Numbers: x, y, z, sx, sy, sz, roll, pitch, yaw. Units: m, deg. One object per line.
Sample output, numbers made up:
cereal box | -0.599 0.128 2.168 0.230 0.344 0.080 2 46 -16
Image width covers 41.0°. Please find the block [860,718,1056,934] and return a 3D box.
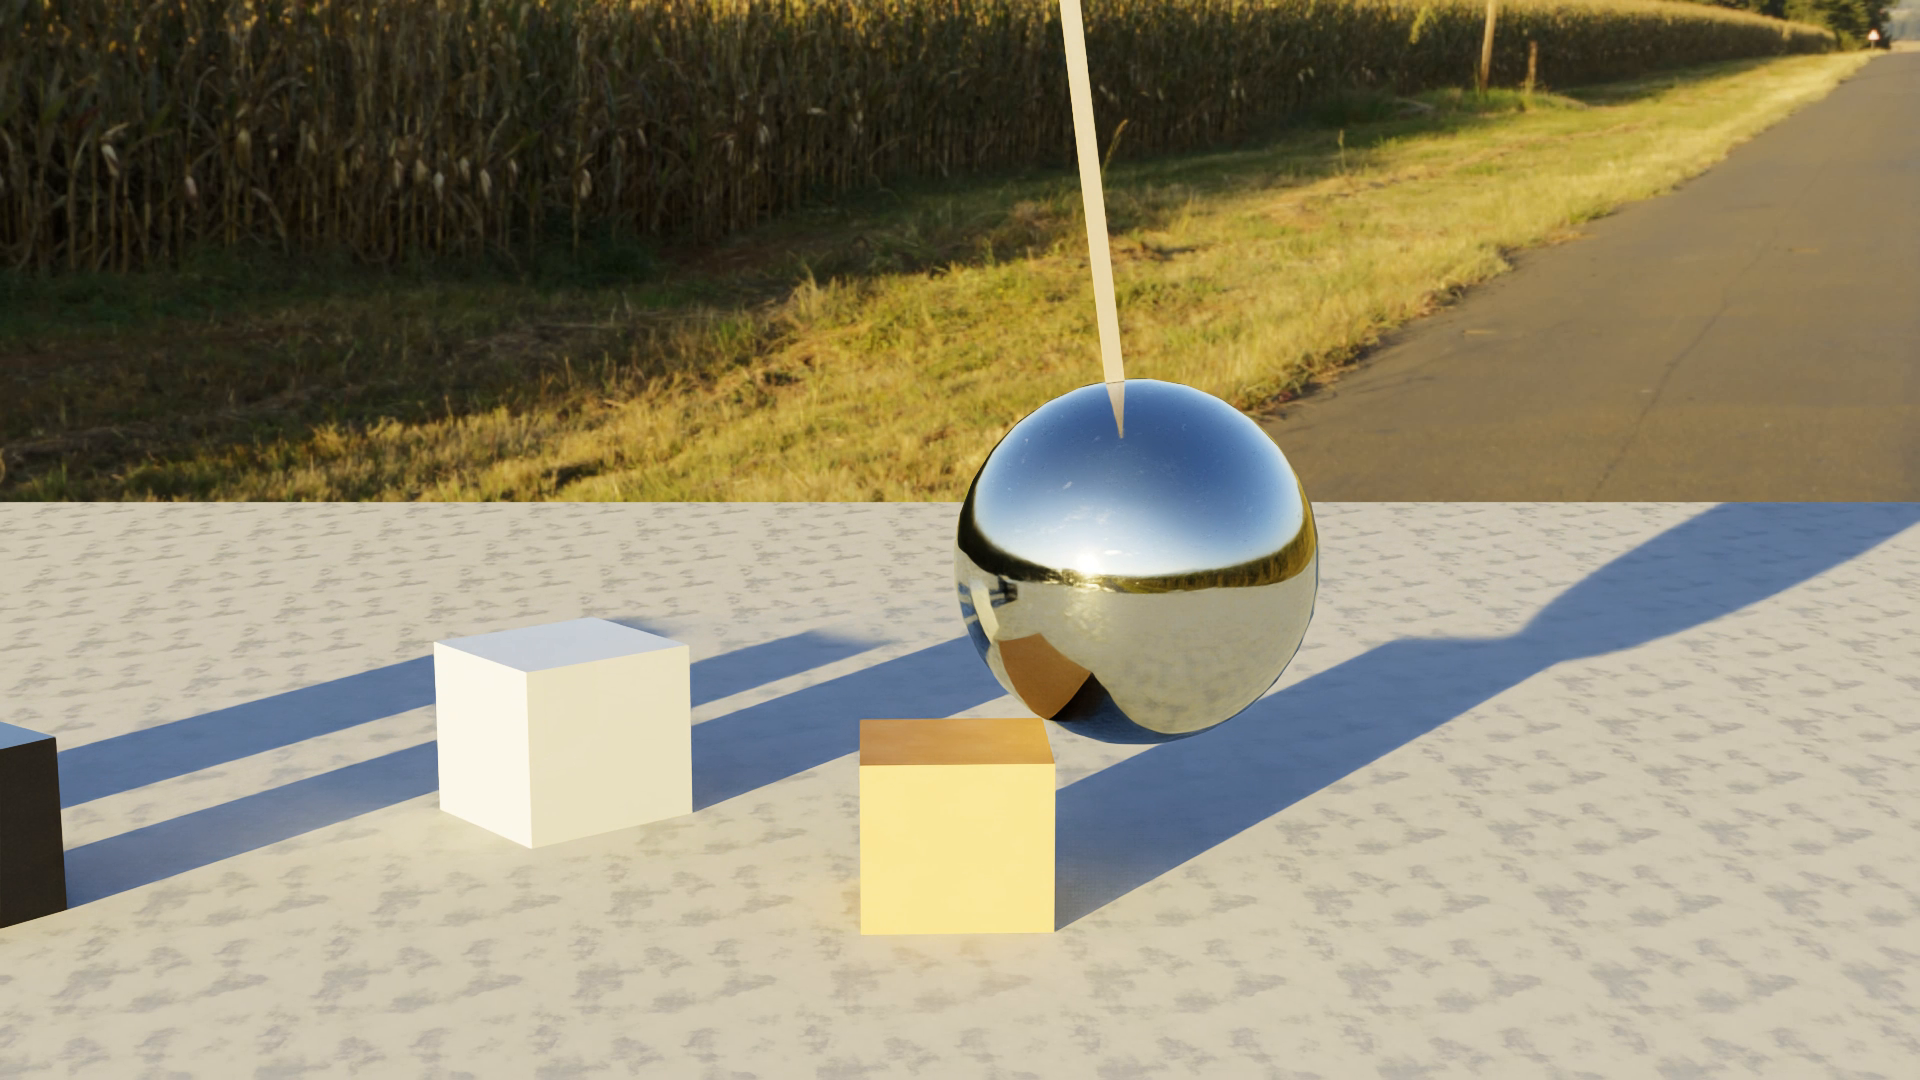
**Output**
block | -0.024 1.205 10.923 0.799 0.721 0.764 0 10 -2

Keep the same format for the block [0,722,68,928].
block | -4.286 1.218 10.747 0.647 0.759 0.760 8 13 37

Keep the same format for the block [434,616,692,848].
block | -1.900 0.900 12.299 0.890 0.828 0.843 -9 13 -40

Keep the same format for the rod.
rod | 0.334 -3.223 10.594 0.080 5.200 0.080 -7 10 1

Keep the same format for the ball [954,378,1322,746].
ball | 0.770 0.094 11.197 1.600 1.600 1.600 0 10 0
